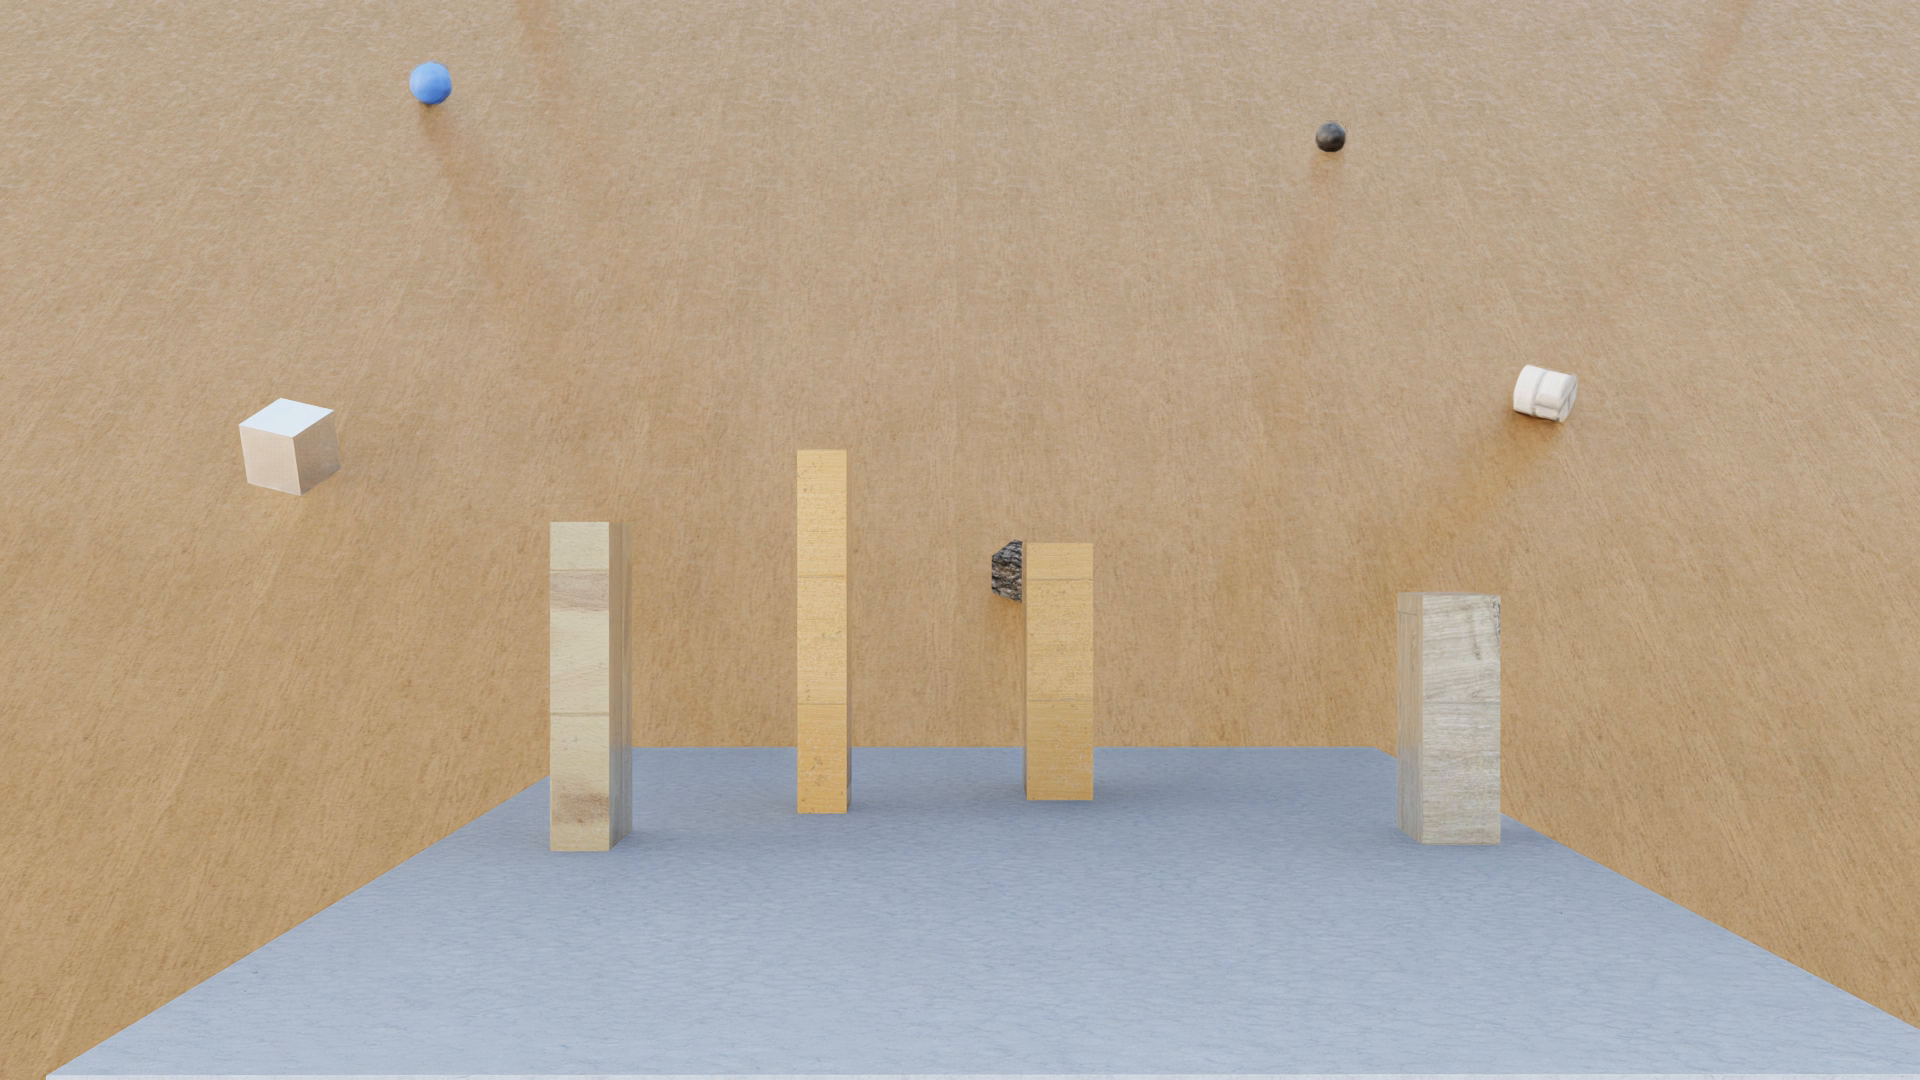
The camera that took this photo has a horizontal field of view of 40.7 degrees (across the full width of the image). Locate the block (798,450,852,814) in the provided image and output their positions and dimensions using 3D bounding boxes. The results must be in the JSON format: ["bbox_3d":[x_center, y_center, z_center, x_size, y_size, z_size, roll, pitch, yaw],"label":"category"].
[{"bbox_3d":[-0.272,0.179,5.208,0.097,0.716,0.246,0,0,0],"label":"block"}]

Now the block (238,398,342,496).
[{"bbox_3d":[-2.089,-0.291,8.071,0.205,0.205,0.205,13,32,21],"label":"block"}]

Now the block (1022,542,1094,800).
[{"bbox_3d":[0.206,0.271,5.530,0.136,0.529,0.398,0,0,0],"label":"block"}]

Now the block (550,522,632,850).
[{"bbox_3d":[-0.660,0.254,4.647,0.102,0.571,0.319,0,0,0],"label":"block"}]

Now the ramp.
[{"bbox_3d":[0.066,0.589,4.640,2.000,0.100,4.000,0,0,0],"label":"ramp"}]

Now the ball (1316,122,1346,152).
[{"bbox_3d":[1.513,-1.643,10.556,0.123,0.123,0.123,0,29,0],"label":"ball"}]

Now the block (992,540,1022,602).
[{"bbox_3d":[0.175,0.091,7.477,0.121,0.121,0.121,18,34,29],"label":"block"}]

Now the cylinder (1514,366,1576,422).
[{"bbox_3d":[1.912,-0.478,8.453,0.156,0.156,0.156,17,34,28],"label":"cylinder"}]

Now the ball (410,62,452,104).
[{"bbox_3d":[-2.258,-1.948,11.041,0.179,0.179,0.179,0,29,0],"label":"ball"}]

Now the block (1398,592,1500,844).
[{"bbox_3d":[0.886,0.318,4.701,0.137,0.440,0.267,0,0,0],"label":"block"}]
